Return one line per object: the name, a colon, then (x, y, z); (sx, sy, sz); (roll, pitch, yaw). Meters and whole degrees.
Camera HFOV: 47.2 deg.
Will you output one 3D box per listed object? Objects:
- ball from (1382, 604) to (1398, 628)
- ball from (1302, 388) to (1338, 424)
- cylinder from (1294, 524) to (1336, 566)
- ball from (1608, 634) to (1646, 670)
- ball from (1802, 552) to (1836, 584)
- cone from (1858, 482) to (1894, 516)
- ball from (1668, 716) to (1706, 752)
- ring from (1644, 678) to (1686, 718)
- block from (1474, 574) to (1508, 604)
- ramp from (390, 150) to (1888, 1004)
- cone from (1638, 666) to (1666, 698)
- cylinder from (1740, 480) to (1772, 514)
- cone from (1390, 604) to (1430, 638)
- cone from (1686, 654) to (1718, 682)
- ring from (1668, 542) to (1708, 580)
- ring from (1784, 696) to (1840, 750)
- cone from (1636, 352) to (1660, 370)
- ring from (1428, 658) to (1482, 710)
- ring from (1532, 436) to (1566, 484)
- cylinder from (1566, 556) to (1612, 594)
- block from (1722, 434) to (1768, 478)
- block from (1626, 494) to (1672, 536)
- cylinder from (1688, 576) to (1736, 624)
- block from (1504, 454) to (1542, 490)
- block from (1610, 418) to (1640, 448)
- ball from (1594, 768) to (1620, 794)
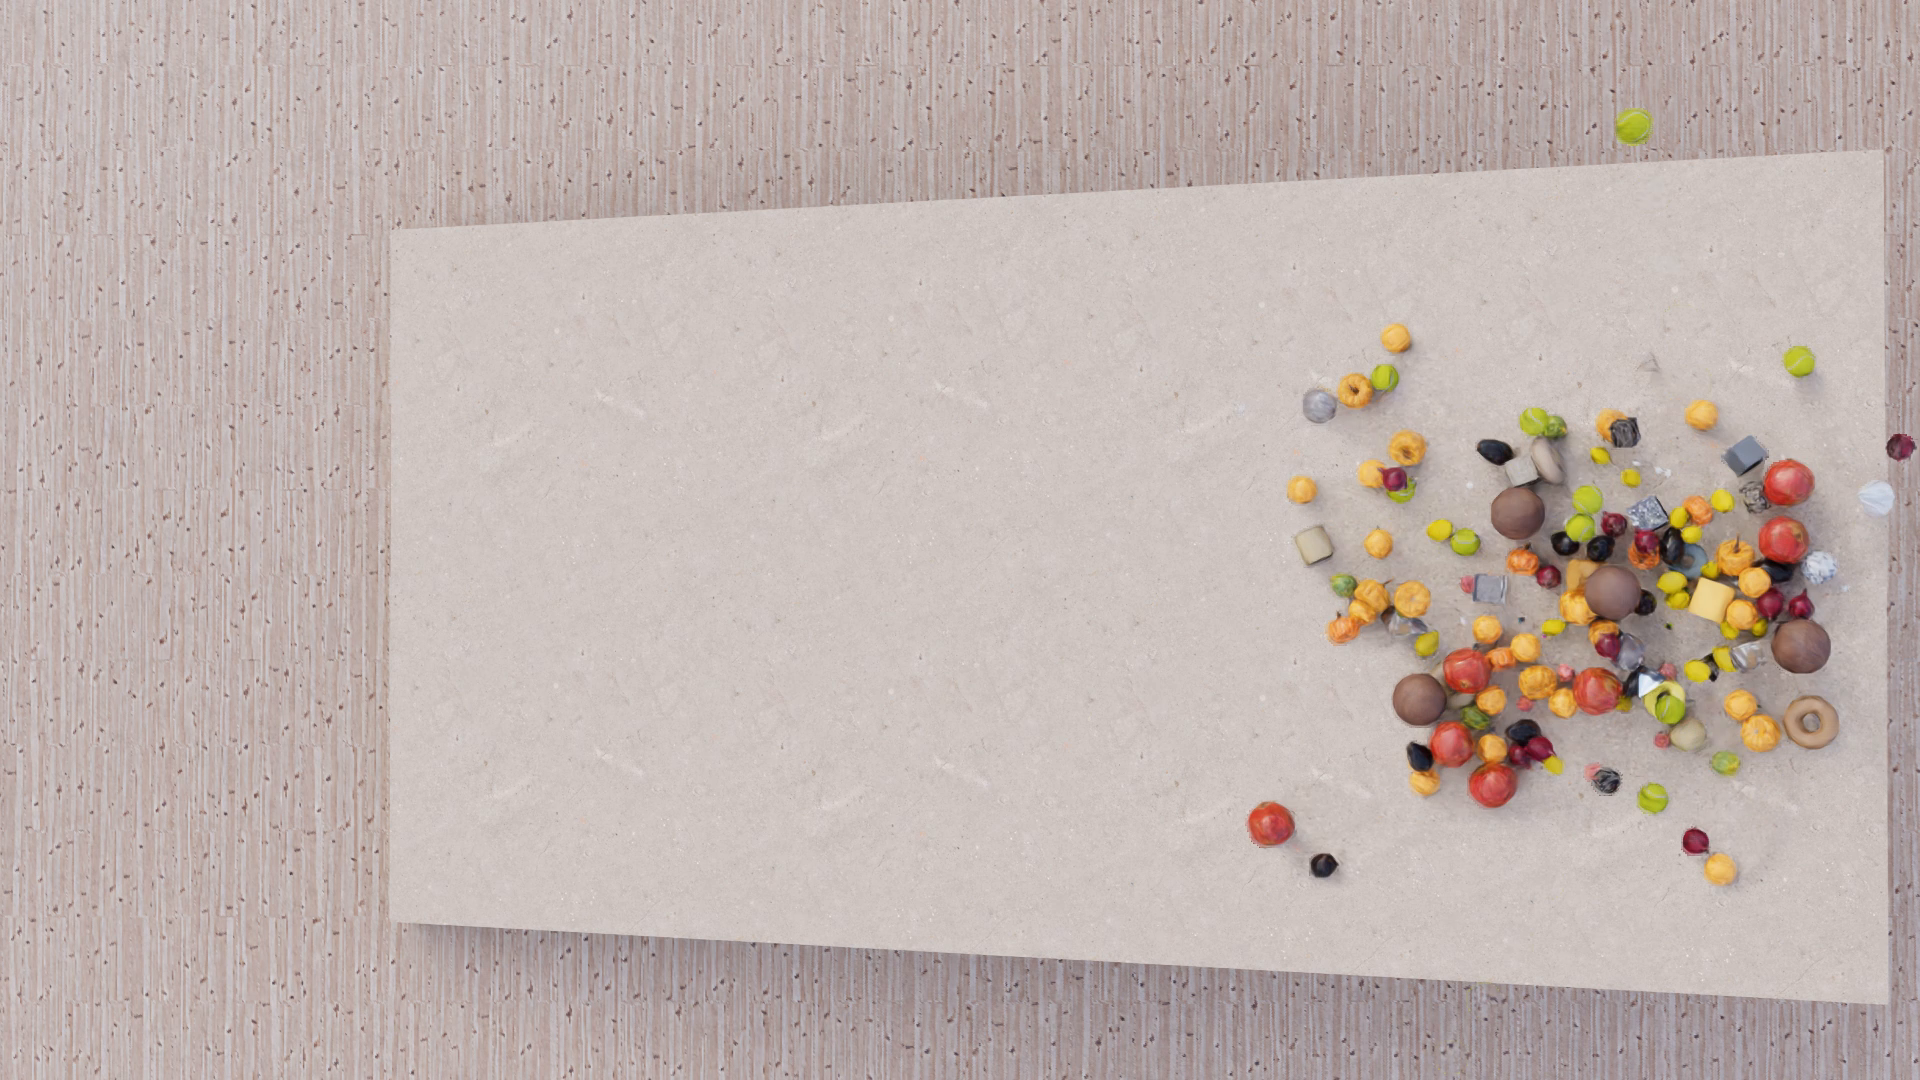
ball: (1.075, 0.190, 5.457); (0.058, 0.058, 0.058); (0, 89, 0)
ball: (0.901, -0.335, 5.505); (0.088, 0.088, 0.088); (0, 89, 0)
cylinder: (0.887, 0.014, 5.508); (0.080, 0.080, 0.080); (-24, 82, 0)
ball: (1.586, 0.267, 5.235); (0.086, 0.086, 0.086); (0, 89, 0)
ball: (2.012, 0.064, 5.151); (0.076, 0.076, 0.076); (0, 89, 0)
cone: (2.105, -0.101, 5.102); (0.084, 0.084, 0.084); (11, 89, -36)
ball: (1.731, 0.462, 5.231); (0.085, 0.085, 0.085); (0, 89, 0)
ring: (1.685, 0.379, 5.262); (0.098, 0.033, 0.098); (-5, 73, 17)
block: (1.297, 0.119, 5.380); (0.067, 0.067, 0.067); (6, 91, 22)
ramp: (0.275, 0.093, 5.797); (4.000, 0.100, 2.000); (0, 89, 18)
cone: (1.609, 0.343, 5.161); (0.072, 0.072, 0.072); (31, 86, 0)
cylinder: (1.879, -0.100, 5.194); (0.057, 0.057, 0.057); (-33, 116, 0)
cone: (1.120, 0.214, 5.402); (0.091, 0.091, 0.091); (24, 89, 42)
cone: (1.764, 0.306, 5.251); (0.066, 0.066, 0.066); (-9, 89, 44)
ring: (1.741, 0.052, 5.260); (0.092, 0.031, 0.092); (-2, 84, 20)
ring: (1.980, 0.424, 5.114); (0.127, 0.042, 0.127); (4, 97, 37)
cone: (1.648, -0.419, 5.286); (0.051, 0.051, 0.051); (-28, 89, 16)
ring: (1.219, 0.355, 5.417); (0.130, 0.043, 0.130); (0, 90, 18)
ring: (1.423, -0.193, 5.317); (0.043, 0.128, 0.128); (-26, 89, 27)
cylinder: (1.511, 0.086, 5.285); (0.077, 0.077, 0.077); (13, 89, -21)
block: (1.851, -0.199, 5.189); (0.062, 0.062, 0.062); (-32, 74, -11)
block: (1.648, -0.058, 5.265); (0.073, 0.073, 0.073); (-32, 77, 19)
cylinder: (1.783, 0.143, 5.217); (0.087, 0.087, 0.087); (20, 96, 0)
block: (1.372, -0.166, 5.360); (0.065, 0.065, 0.065); (-21, 78, 17)
block: (1.577, -0.254, 5.213); (0.052, 0.052, 0.052); (-5, 114, 33)
ball: (1.530, 0.570, 5.197); (0.062, 0.062, 0.062); (0, 89, 0)
